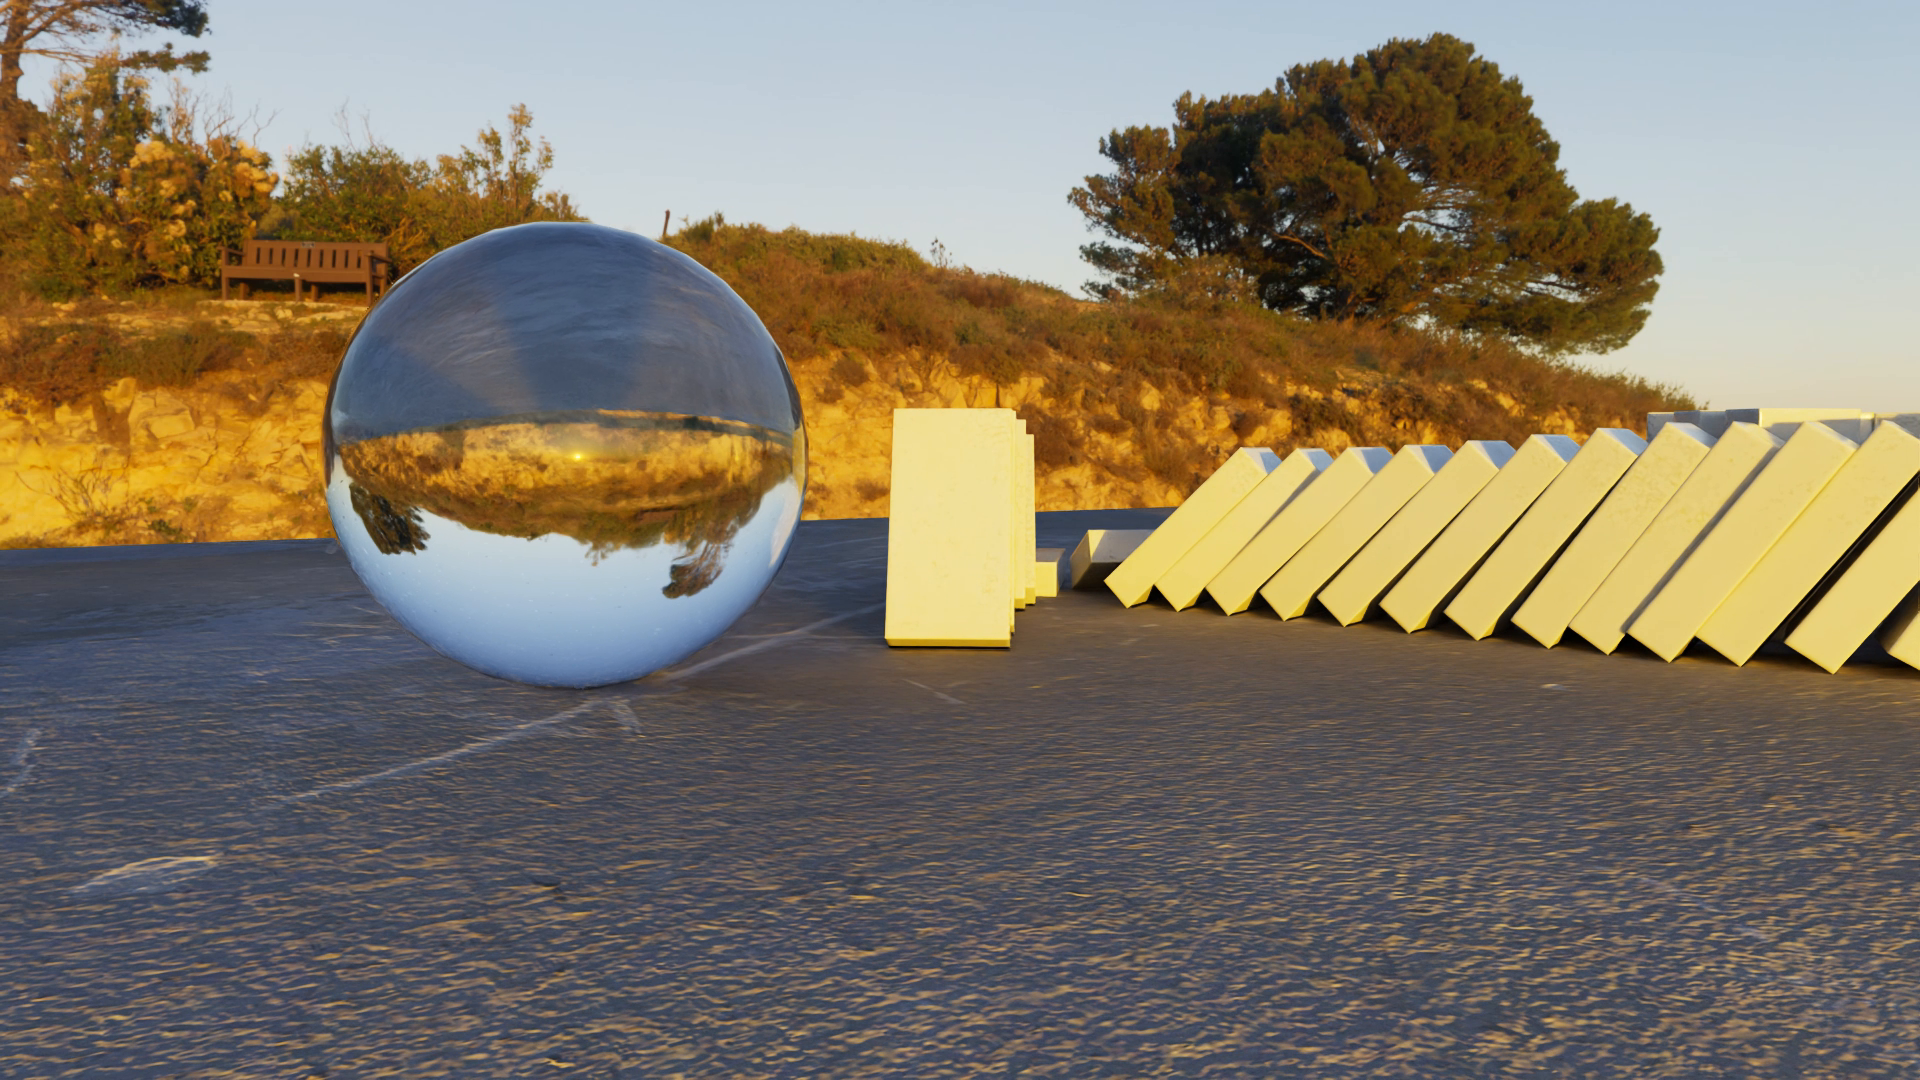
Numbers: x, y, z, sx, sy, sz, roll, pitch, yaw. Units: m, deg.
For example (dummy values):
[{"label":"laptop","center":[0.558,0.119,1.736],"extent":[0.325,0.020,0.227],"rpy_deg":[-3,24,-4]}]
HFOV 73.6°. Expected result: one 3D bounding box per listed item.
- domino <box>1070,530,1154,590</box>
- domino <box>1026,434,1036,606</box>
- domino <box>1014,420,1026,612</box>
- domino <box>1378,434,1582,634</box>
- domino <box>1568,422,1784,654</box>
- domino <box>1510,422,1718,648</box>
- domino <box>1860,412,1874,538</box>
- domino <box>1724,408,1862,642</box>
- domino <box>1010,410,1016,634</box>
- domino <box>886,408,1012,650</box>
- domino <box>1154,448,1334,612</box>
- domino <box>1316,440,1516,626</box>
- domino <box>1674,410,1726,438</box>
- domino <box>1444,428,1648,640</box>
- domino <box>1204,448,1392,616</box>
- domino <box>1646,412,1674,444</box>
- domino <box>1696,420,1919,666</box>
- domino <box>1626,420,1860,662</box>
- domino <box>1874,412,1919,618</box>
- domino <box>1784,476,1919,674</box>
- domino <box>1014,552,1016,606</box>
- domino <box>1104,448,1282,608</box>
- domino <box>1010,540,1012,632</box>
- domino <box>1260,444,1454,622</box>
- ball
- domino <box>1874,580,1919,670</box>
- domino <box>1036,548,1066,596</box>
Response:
[{"label":"domino","center":[0.059,0.006,0.369],"extent":[0.050,0.010,0.025],"rpy_deg":[-1,-19,-8]},{"label":"domino","center":[0.008,-0.006,0.348],"extent":[0.025,0.050,0.009],"rpy_deg":[0,-34,2]},{"label":"domino","center":[0.004,-0.007,0.333],"extent":[0.025,0.050,0.009],"rpy_deg":[0,-23,3]},{"label":"domino","center":[0.118,-0.001,0.287],"extent":[0.025,0.050,0.010],"rpy_deg":[-5,47,-49]},{"label":"domino","center":[0.146,0.000,0.260],"extent":[0.009,0.050,0.025],"rpy_deg":[43,28,29]},{"label":"domino","center":[0.138,-0.001,0.268],"extent":[0.009,0.050,0.025],"rpy_deg":[43,29,29]},{"label":"domino","center":[0.220,-0.007,0.327],"extent":[0.009,0.050,0.025],"rpy_deg":[0,4,10]},{"label":"domino","center":[0.181,-0.003,0.280],"extent":[0.025,0.050,0.009],"rpy_deg":[-1,4,-10]},{"label":"domino","center":[0.000,-0.004,0.290],"extent":[0.025,0.050,0.009],"rpy_deg":[0,-17,3]},{"label":"domino","center":[-0.002,-0.003,0.269],"extent":[0.025,0.050,0.010],"rpy_deg":[0,-17,3]},{"label":"domino","center":[0.074,-0.003,0.328],"extent":[0.050,0.009,0.025],"rpy_deg":[-47,-18,24]},{"label":"domino","center":[0.108,-0.001,0.297],"extent":[0.025,0.050,0.010],"rpy_deg":[-5,49,-49]},{"label":"domino","center":[0.178,-0.005,0.295],"extent":[0.025,0.050,0.009],"rpy_deg":[0,4,-4]},{"label":"domino","center":[0.128,-0.001,0.278],"extent":[0.025,0.050,0.009],"rpy_deg":[-5,43,-50]},{"label":"domino","center":[0.086,-0.002,0.317],"extent":[0.025,0.010,0.050],"rpy_deg":[-6,-37,-53]},{"label":"domino","center":[0.179,-0.006,0.310],"extent":[0.025,0.050,0.009],"rpy_deg":[2,5,27]},{"label":"domino","center":[0.165,0.001,0.247],"extent":[0.009,0.050,0.025],"rpy_deg":[43,28,29]},{"label":"domino","center":[0.154,0.000,0.251],"extent":[0.009,0.050,0.025],"rpy_deg":[43,28,29]},{"label":"domino","center":[0.234,-0.006,0.319],"extent":[0.009,0.050,0.025],"rpy_deg":[2,5,40]},{"label":"domino","center":[0.176,0.001,0.241],"extent":[0.009,0.050,0.025],"rpy_deg":[40,23,24]},{"label":"domino","center":[0.001,-0.006,0.320],"extent":[0.025,0.050,0.009],"rpy_deg":[0,-18,3]},{"label":"domino","center":[0.062,-0.003,0.334],"extent":[0.050,0.009,0.025],"rpy_deg":[-47,-18,24]},{"label":"domino","center":[-0.001,-0.003,0.280],"extent":[0.025,0.050,0.009],"rpy_deg":[0,-17,3]},{"label":"domino","center":[0.097,-0.002,0.307],"extent":[0.025,0.050,0.010],"rpy_deg":[-5,51,-50]},{"label":"ball","center":[-0.066,-0.014,0.222],"extent":[0.080,0.080,0.080],"rpy_deg":[0,4,0]},{"label":"domino","center":[0.189,0.001,0.234],"extent":[0.009,0.050,0.025],"rpy_deg":[34,20,24]},{"label":"domino","center":[0.018,0.009,0.384],"extent":[0.025,0.009,0.050],"rpy_deg":[1,4,8]}]
